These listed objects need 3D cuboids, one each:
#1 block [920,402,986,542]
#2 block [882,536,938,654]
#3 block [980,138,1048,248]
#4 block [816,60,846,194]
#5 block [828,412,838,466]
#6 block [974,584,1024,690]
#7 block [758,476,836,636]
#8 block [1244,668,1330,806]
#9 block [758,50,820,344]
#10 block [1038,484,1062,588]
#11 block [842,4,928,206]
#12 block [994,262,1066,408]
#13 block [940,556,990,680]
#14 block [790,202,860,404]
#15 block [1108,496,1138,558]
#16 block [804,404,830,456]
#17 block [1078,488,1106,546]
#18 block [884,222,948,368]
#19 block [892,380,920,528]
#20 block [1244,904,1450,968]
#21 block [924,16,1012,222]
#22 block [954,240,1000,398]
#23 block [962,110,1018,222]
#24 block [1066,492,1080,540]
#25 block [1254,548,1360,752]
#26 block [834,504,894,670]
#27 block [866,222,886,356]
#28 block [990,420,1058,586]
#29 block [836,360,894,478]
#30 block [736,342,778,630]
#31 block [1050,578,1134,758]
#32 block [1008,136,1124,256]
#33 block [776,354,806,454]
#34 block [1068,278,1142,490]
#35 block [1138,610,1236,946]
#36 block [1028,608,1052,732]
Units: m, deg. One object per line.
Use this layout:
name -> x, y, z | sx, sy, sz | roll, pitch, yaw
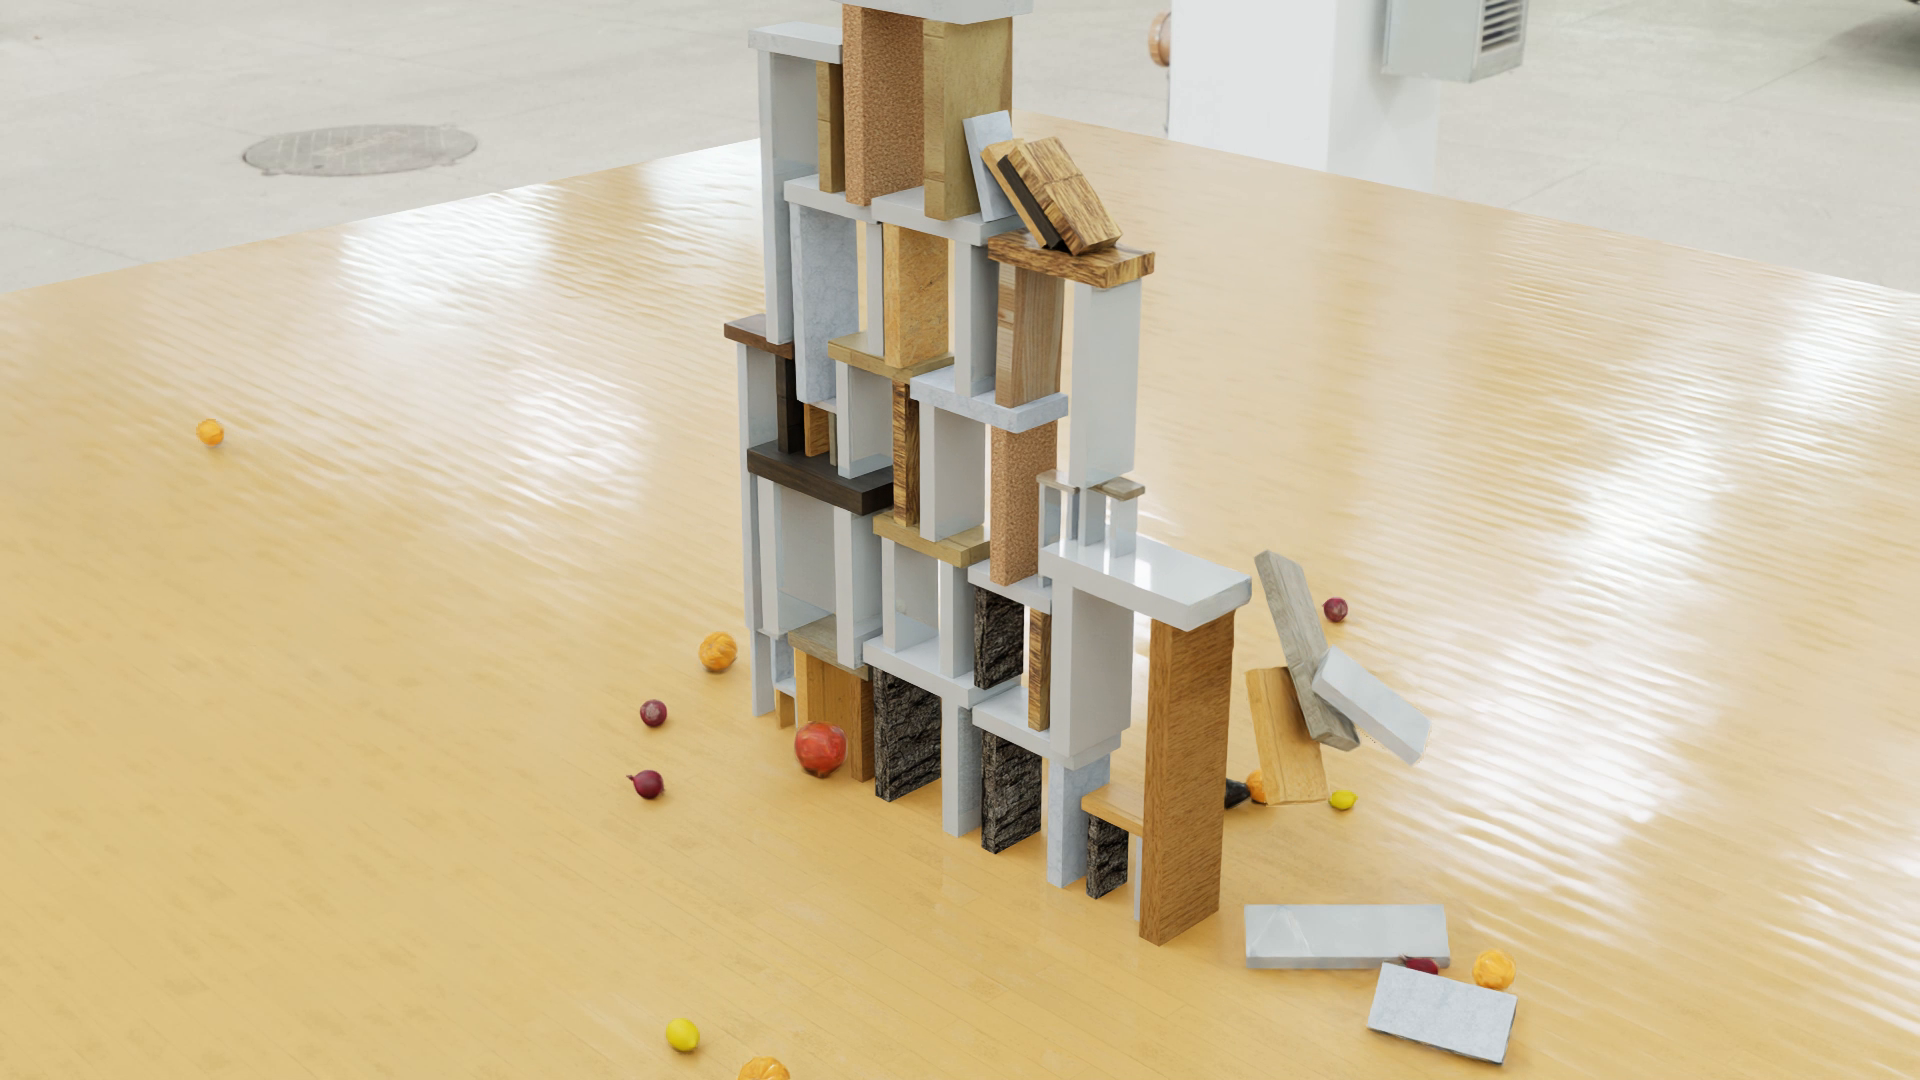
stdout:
block -> -0.013, -0.146, 4.177 | 0.039, 0.274, 0.137 | 21, 31, 40
block -> -0.098, 0.092, 4.365 | 0.034, 0.242, 0.121 | 21, 31, 41
block -> 0.125, -0.606, 3.826 | 0.090, 0.026, 0.202 | -22, 75, -41
block -> -0.208, -0.782, 4.120 | 0.122, 0.245, 0.035 | -21, 31, -40
block -> -0.235, -0.210, 4.392 | 0.056, 0.113, 0.016 | -21, 29, -40
block -> 0.076, 0.172, 4.216 | 0.106, 0.212, 0.030 | -21, 31, -40
block -> -0.335, 0.010, 4.584 | 0.049, 0.344, 0.172 | 21, 31, 40
block -> 0.557, 0.333, 3.751 | 0.115, 0.230, 0.033 | 2, -17, -36
block -> -0.329, -0.673, 4.287 | 0.035, 0.577, 0.122 | 21, 31, 39
block -> 0.165, -0.014, 4.041 | 0.013, 0.206, 0.046 | 21, 31, 40
block -> -0.133, -0.808, 4.032 | 0.049, 0.361, 0.172 | 21, 31, 40
block -> 0.126, -0.380, 3.936 | 0.038, 0.266, 0.133 | 23, 32, 39
block -> 0.017, 0.137, 4.261 | 0.034, 0.242, 0.121 | 21, 31, 40
block -> -0.263, -0.475, 4.318 | 0.129, 0.402, 0.037 | -16, 27, -33
block -> 0.290, -0.028, 3.903 | 0.056, 0.112, 0.016 | -21, 31, -40
block -> -0.287, -0.229, 4.440 | 0.016, 0.113, 0.056 | 21, 30, 40
block -> 0.238, -0.049, 3.952 | 0.016, 0.112, 0.056 | 22, 32, 40
block -> -0.081, -0.470, 4.104 | 0.039, 0.273, 0.136 | 19, 29, 37
block -> -0.074, -0.181, 4.234 | 0.119, 0.294, 0.034 | -21, 31, -40
block -> 0.694, 0.713, 3.960 | 0.357, 0.033, 0.115 | -1, 44, 6
block -> 0.015, -0.750, 3.875 | 0.049, 0.345, 0.172 | 21, 31, 40
block -> 0.051, -0.414, 3.991 | 0.039, 0.287, 0.136 | 20, 30, 39
block -> 0.063, -0.658, 3.870 | 0.090, 0.181, 0.026 | -22, 14, -41
block -> 0.213, -0.050, 3.980 | 0.046, 0.092, 0.013 | -21, 31, -40
block -> 0.595, 0.188, 3.779 | 0.107, 0.030, 0.362 | 22, 44, -44
block -> -0.170, 0.073, 4.437 | 0.049, 0.344, 0.172 | 21, 31, 40
block -> -0.123, -0.491, 4.173 | 0.037, 0.258, 0.129 | 15, 27, 32
block -> 0.118, -0.080, 4.064 | 0.039, 0.308, 0.137 | 21, 31, 40
block -> -0.186, -0.250, 4.328 | 0.119, 0.238, 0.034 | -21, 31, -40
block -> -0.412, -0.122, 4.632 | 0.029, 0.649, 0.103 | 21, 30, 40
block -> 0.244, 0.211, 4.048 | 0.172, 0.345, 0.049 | -21, 31, -41
block -> 0.181, -0.592, 3.781 | 0.107, 0.030, 0.214 | -23, 76, -43
block -> -0.323, -0.286, 4.453 | 0.029, 0.206, 0.103 | 21, 31, 40
block -> 0.254, -0.283, 3.844 | 0.038, 0.372, 0.133 | 22, 31, 40
block -> 0.407, 0.414, 3.957 | 0.172, 0.647, 0.049 | -21, 31, -41
block -> 0.177, 0.228, 4.130 | 0.106, 0.249, 0.030 | -21, 30, -40
